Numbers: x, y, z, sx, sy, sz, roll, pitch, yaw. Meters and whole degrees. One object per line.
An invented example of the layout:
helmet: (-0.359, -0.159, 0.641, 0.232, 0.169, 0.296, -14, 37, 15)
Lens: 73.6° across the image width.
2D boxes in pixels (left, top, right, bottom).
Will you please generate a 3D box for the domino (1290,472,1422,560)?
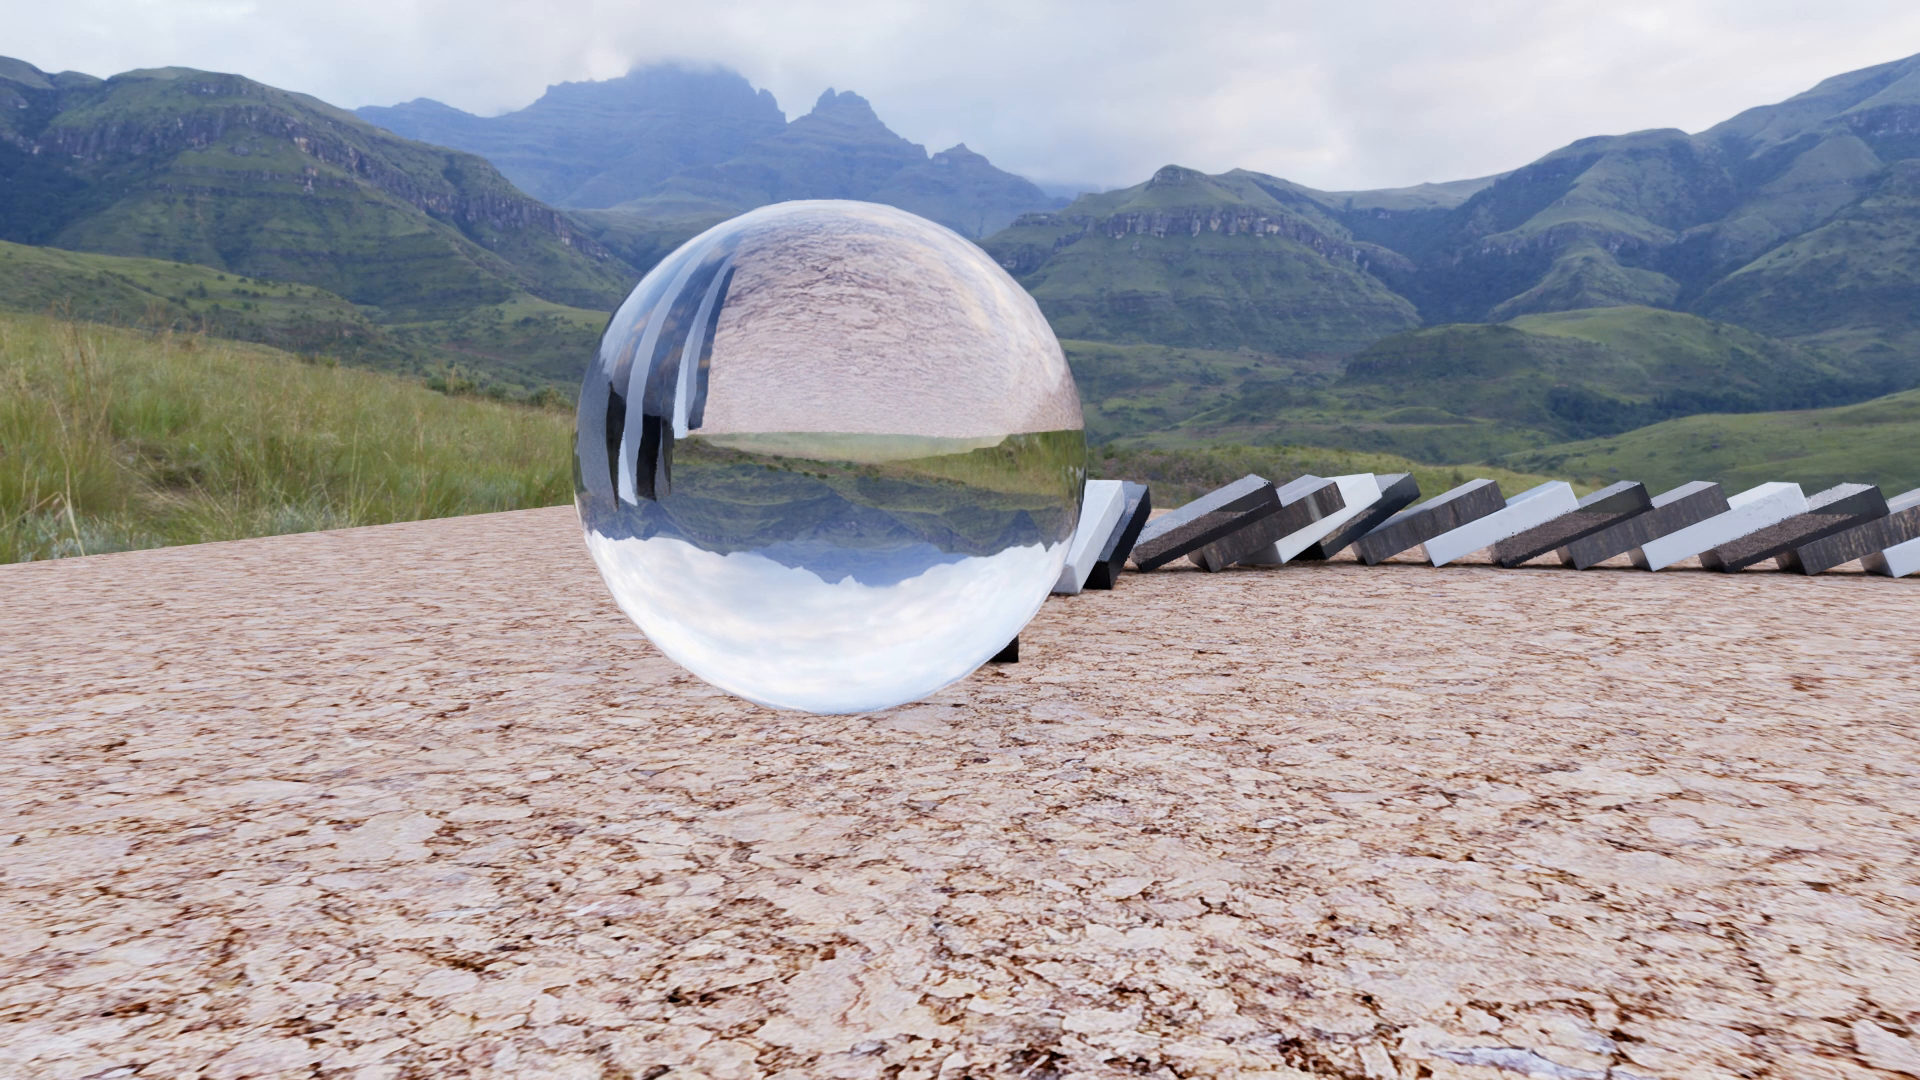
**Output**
domino: (0.139, -0.008, 0.464, 0.050, 0.009, 0.025, -30, 11, -23)

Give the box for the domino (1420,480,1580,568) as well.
domino: (0.187, -0.006, 0.448, 0.050, 0.010, 0.025, -25, -2, 14)

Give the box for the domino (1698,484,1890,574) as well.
domino: (0.274, -0.004, 0.425, 0.050, 0.010, 0.025, -24, -2, 15)

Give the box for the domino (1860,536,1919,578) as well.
domino: (0.319, -0.003, 0.411, 0.050, 0.009, 0.025, -24, -2, 17)

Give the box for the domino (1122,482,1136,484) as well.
domino: (0.042, -0.004, 0.424, 0.025, 0.009, 0.050, 3, 30, 15)

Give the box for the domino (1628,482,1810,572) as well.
domino: (0.253, -0.005, 0.431, 0.050, 0.009, 0.025, -25, -3, 14)

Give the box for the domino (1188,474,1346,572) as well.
domino: (0.102, -0.006, 0.435, 0.050, 0.009, 0.025, -26, 10, -2)

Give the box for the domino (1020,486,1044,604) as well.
domino: (0.008, 0.000, 0.361, 0.025, 0.010, 0.050, 1, 30, 10)

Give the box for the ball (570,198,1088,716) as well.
ball: (-0.020, -0.013, 0.203, 0.080, 0.080, 0.080, 0, 4, 0)

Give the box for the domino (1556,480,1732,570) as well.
domino: (0.231, -0.005, 0.437, 0.050, 0.010, 0.025, -25, -2, 14)

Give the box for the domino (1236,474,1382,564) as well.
domino: (0.121, -0.007, 0.450, 0.050, 0.009, 0.025, -30, 11, -24)

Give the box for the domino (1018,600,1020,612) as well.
domino: (0.000, 0.000, 0.277, 0.025, 0.050, 0.010, 0, -39, 3)

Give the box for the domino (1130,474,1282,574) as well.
domino: (0.081, -0.006, 0.431, 0.050, 0.010, 0.025, -25, 10, 2)

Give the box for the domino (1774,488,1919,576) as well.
domino: (0.297, -0.003, 0.419, 0.050, 0.010, 0.025, -23, -2, 15)

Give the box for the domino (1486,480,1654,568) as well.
domino: (0.209, -0.005, 0.442, 0.050, 0.010, 0.025, -25, -2, 14)

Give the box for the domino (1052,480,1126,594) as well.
domino: (0.030, -0.002, 0.380, 0.025, 0.010, 0.050, 2, 31, 23)

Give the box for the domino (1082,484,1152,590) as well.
domino: (0.041, -0.002, 0.398, 0.025, 0.010, 0.050, 2, 29, 23)

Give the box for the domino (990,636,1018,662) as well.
domino: (0.000, 0.001, 0.264, 0.025, 0.050, 0.009, 0, -39, 3)

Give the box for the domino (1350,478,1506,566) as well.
domino: (0.164, -0.006, 0.454, 0.050, 0.009, 0.025, -25, 0, 10)
